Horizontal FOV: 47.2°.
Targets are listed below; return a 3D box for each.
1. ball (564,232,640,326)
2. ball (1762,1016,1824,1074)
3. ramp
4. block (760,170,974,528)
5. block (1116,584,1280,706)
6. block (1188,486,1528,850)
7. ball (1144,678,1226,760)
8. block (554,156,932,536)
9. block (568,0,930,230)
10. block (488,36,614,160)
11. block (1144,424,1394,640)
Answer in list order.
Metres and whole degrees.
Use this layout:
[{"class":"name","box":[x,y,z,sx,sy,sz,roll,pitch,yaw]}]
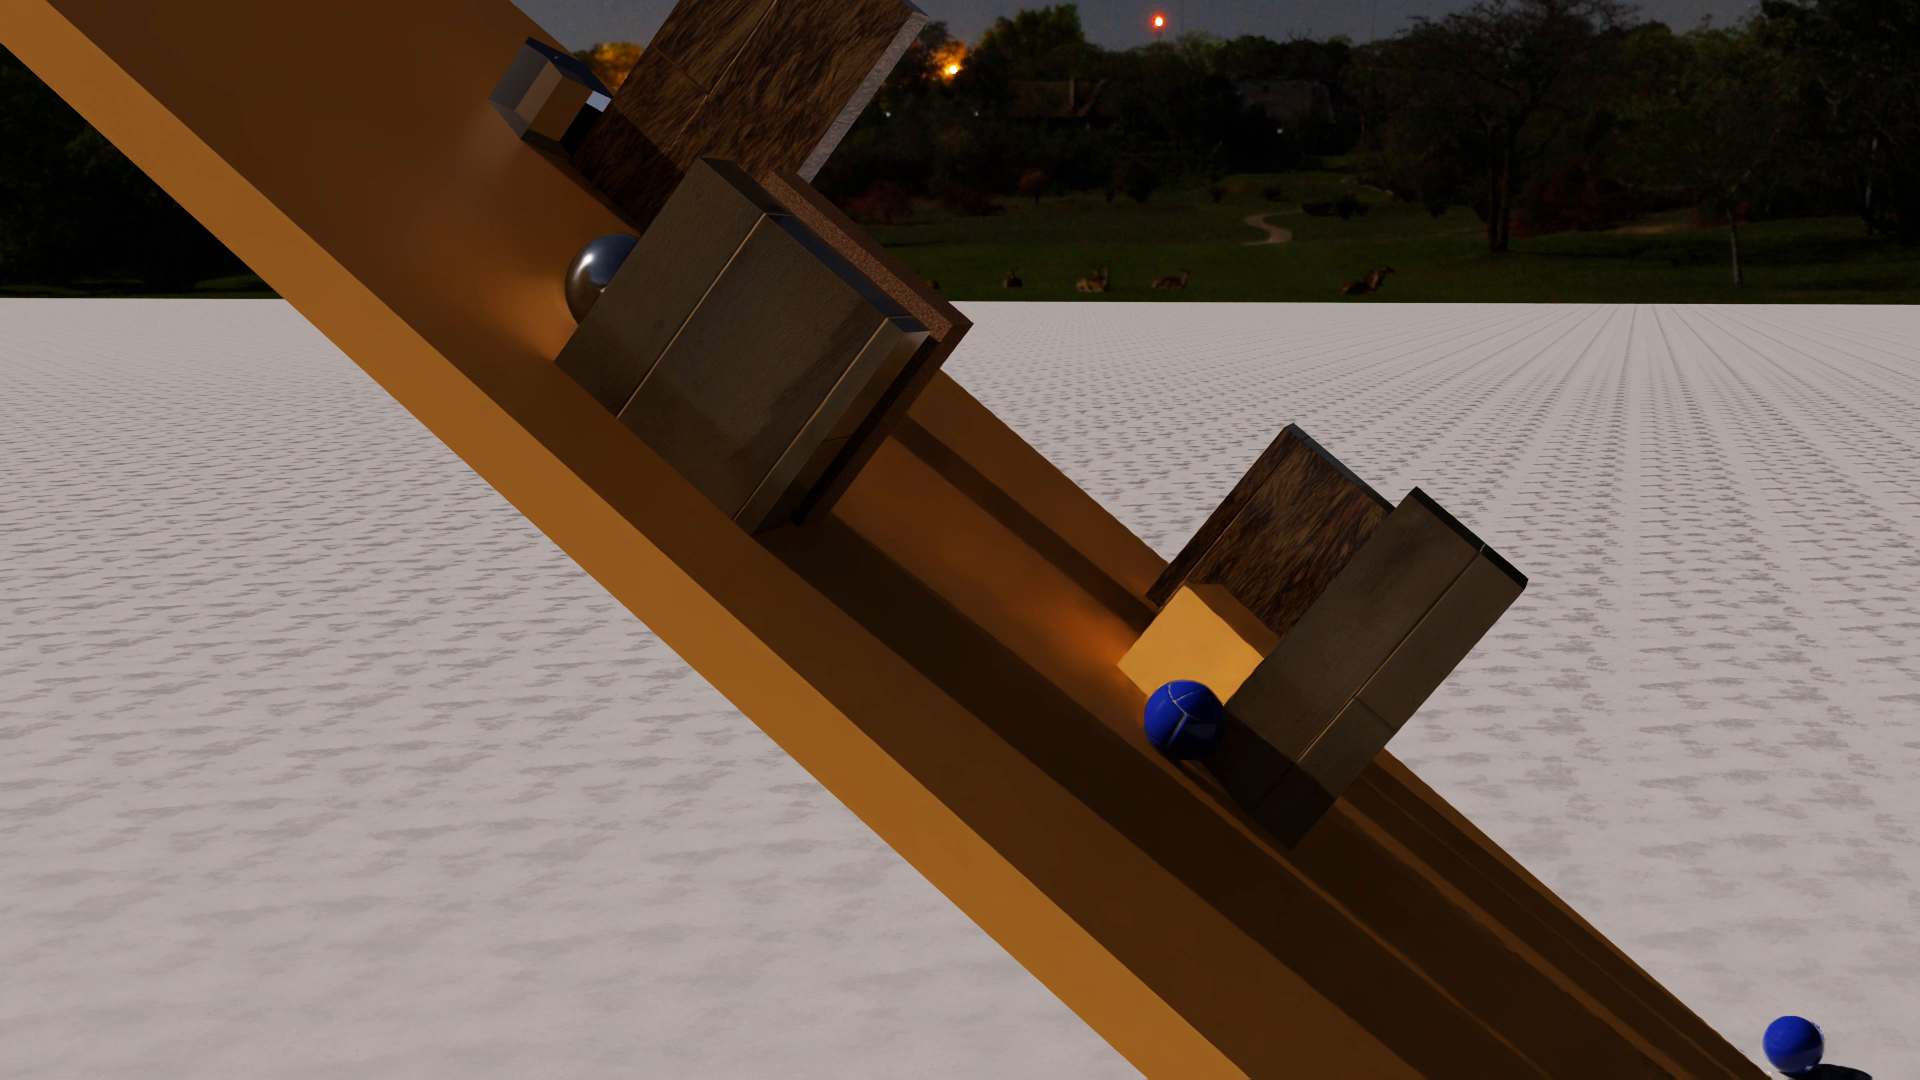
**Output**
[{"class":"ball","box":[-0.566,-0.419,3.660,0.183,0.183,0.183,0,7,0]},{"class":"ball","box":[1.932,1.171,5.098,0.134,0.134,0.134,0,7,0]},{"class":"ramp","box":[-0.015,0.065,4.047,4.000,0.100,2.000,41,16,9]},{"class":"block","box":[-0.266,-0.312,3.587,0.392,0.421,0.114,41,16,9]},{"class":"block","box":[0.460,0.223,4.099,0.201,0.201,0.201,44,17,19]},{"class":"block","box":[0.689,0.224,3.847,0.250,0.611,0.142,41,16,9]},{"class":"ball","box":[0.389,0.311,3.811,0.141,0.141,0.141,0,7,0]},{"class":"block","box":[-0.341,-0.301,3.427,0.423,0.403,0.132,41,16,9]},{"class":"block","box":[-0.425,-0.890,4.364,0.403,0.674,0.103,41,16,9]},{"class":"block","box":[-0.821,-0.887,4.438,0.154,0.154,0.154,17,26,-52]},{"class":"block","box":[0.667,0.045,4.566,0.339,0.459,0.121,41,16,9]}]
